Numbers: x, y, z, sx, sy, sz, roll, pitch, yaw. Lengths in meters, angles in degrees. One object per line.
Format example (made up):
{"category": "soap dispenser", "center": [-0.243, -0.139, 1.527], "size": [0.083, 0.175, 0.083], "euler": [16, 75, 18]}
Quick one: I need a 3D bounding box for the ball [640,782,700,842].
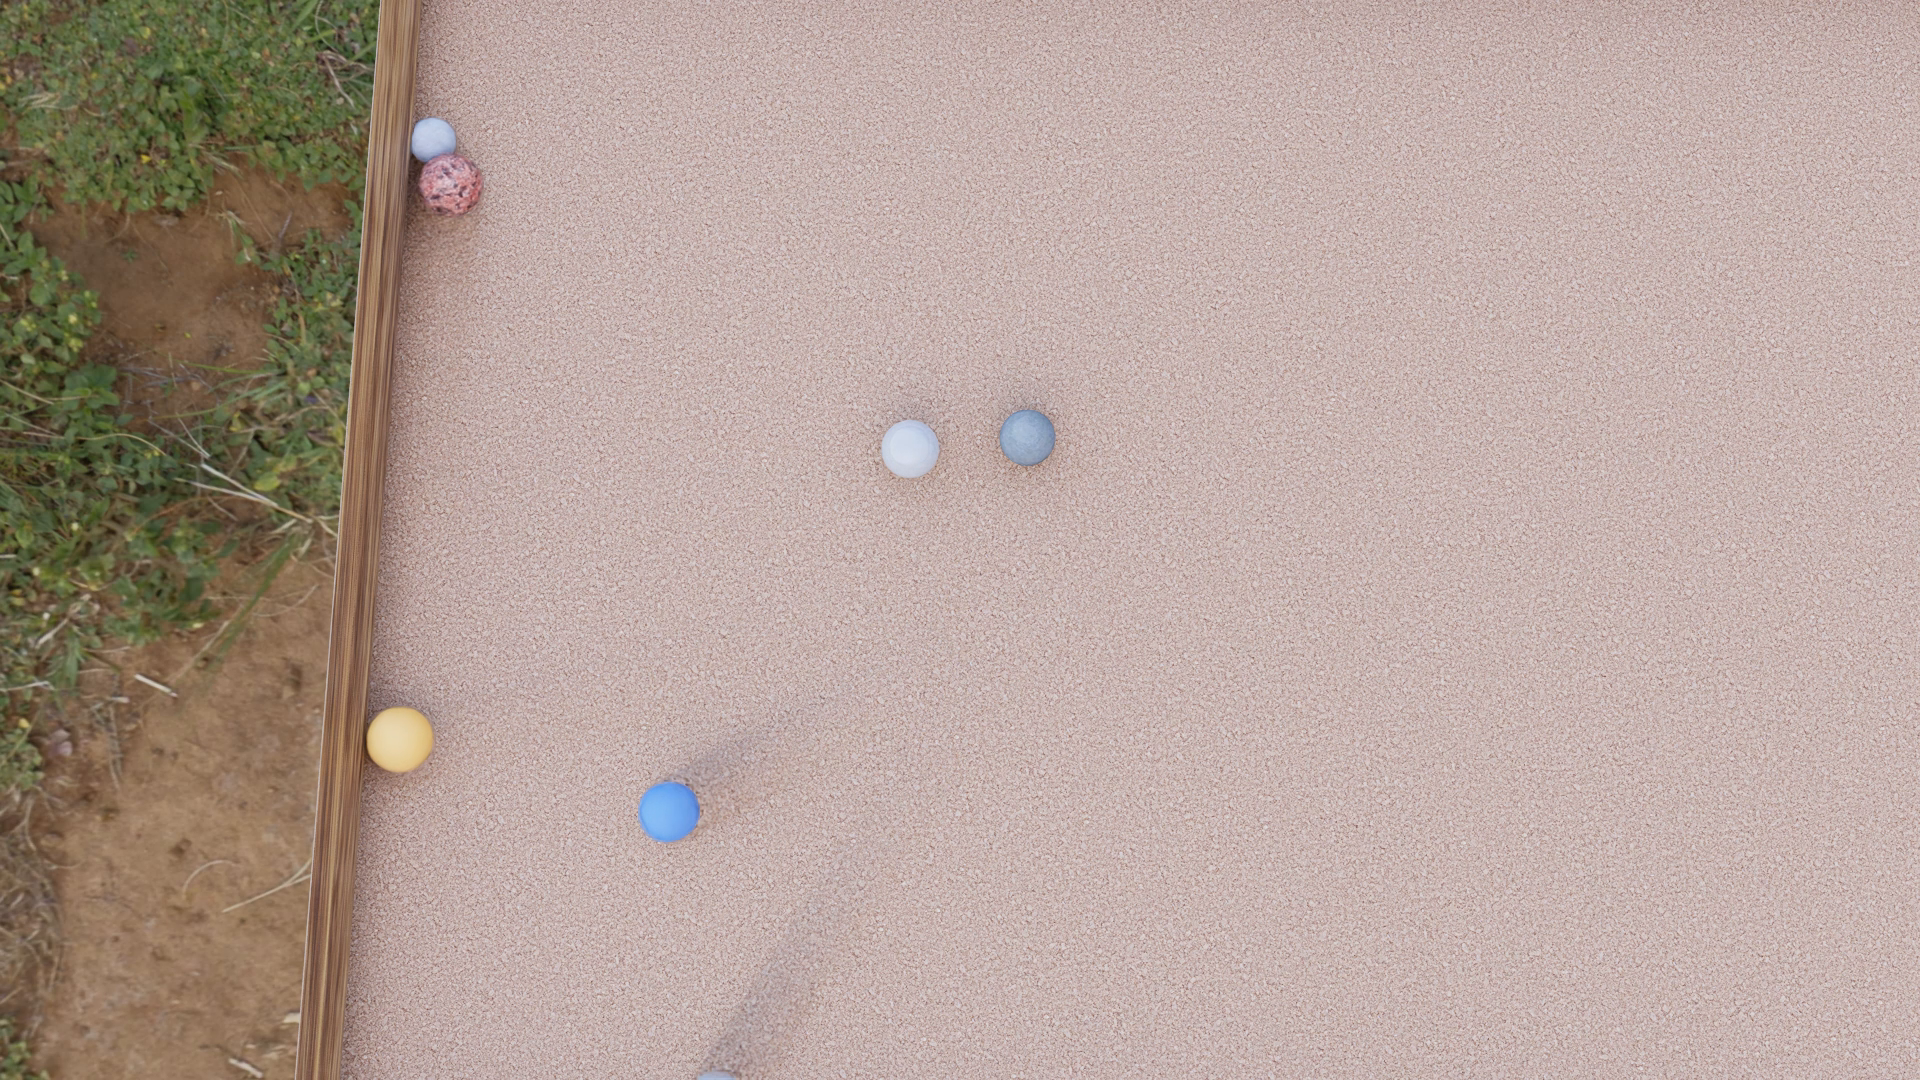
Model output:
{"category": "ball", "center": [-0.423, 0.396, 3.205], "size": [0.087, 0.087, 0.087], "euler": [0, 80, 0]}

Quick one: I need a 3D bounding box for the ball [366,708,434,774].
{"category": "ball", "center": [-0.820, 0.293, 3.219], "size": [0.096, 0.096, 0.096], "euler": [0, 80, 0]}

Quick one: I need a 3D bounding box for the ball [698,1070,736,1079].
{"category": "ball", "center": [-0.348, 0.798, 3.139], "size": [0.079, 0.079, 0.079], "euler": [0, 80, 0]}

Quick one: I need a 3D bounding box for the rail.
{"category": "rail", "center": [-0.879, -0.029, 3.259], "size": [0.045, 0.125, 1.990], "euler": [2, 80, 0]}

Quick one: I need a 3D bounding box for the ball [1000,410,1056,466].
{"category": "ball", "center": [0.101, -0.154, 3.302], "size": [0.085, 0.085, 0.085], "euler": [0, 80, 0]}

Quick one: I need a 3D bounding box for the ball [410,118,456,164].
{"category": "ball", "center": [-0.813, -0.614, 3.390], "size": [0.071, 0.071, 0.071], "euler": [0, 80, 0]}

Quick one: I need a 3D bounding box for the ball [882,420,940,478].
{"category": "ball", "center": [-0.075, -0.136, 3.298], "size": [0.087, 0.087, 0.087], "euler": [0, 80, 0]}

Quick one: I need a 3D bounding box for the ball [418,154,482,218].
{"category": "ball", "center": [-0.780, -0.542, 3.365], "size": [0.096, 0.096, 0.096], "euler": [0, 80, 0]}
